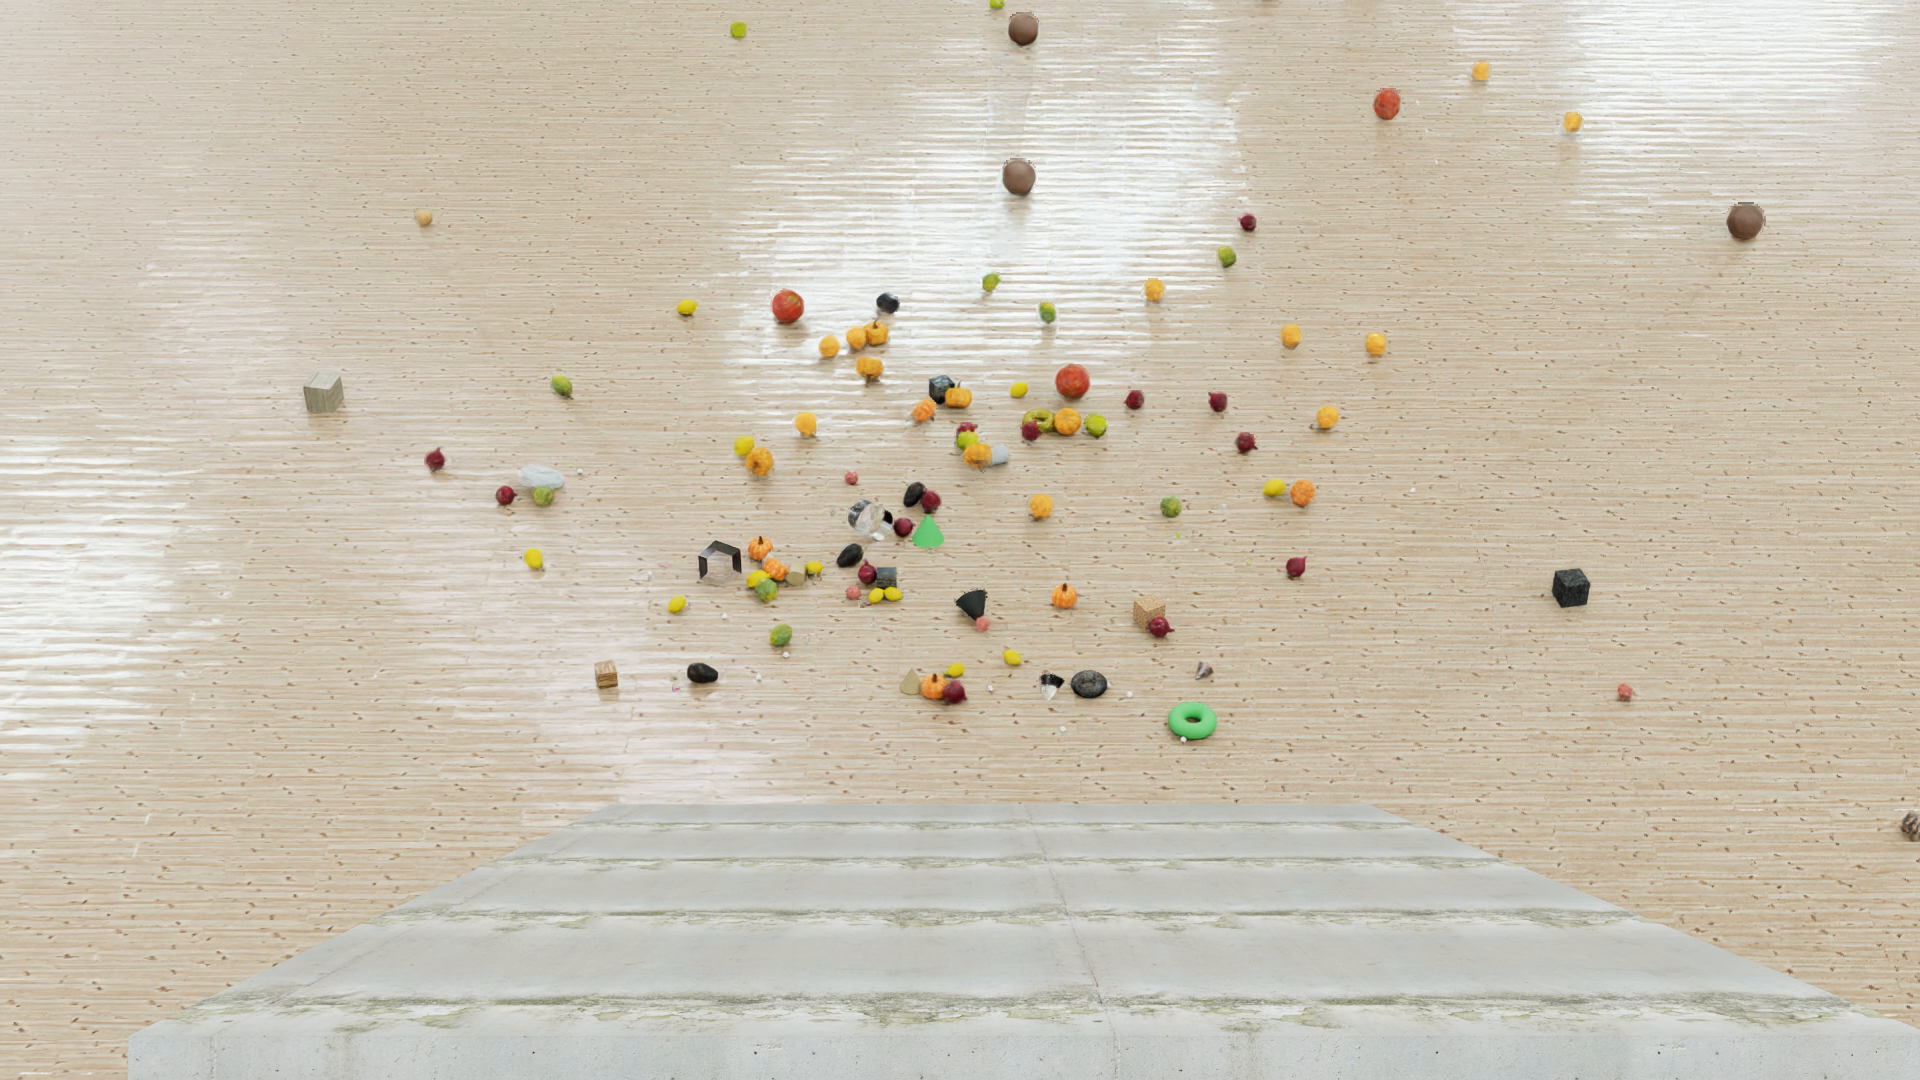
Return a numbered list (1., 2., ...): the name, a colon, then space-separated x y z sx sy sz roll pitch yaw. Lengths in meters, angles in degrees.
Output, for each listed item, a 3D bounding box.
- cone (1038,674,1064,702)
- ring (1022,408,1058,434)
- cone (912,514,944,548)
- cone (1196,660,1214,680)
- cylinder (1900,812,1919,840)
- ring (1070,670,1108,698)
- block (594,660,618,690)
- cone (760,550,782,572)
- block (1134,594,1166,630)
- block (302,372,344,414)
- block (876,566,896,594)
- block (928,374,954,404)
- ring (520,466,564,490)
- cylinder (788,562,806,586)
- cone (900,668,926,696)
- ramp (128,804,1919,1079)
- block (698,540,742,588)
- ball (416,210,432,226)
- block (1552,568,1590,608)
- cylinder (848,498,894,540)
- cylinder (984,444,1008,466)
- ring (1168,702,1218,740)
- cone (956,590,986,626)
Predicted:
1. cone: 0.253 0.428 7.354 0.072 0.072 0.072 6 63 8
2. ring: 0.261 -0.388 8.478 0.116 0.039 0.116 1 35 -1
3. cone: -0.097 -0.044 7.950 0.099 0.099 0.099 0 36 0
4. cone: 0.688 0.382 7.426 0.052 0.052 0.052 29 71 33
5. cylinder: 2.527 0.757 6.881 0.055 0.055 0.055 -27 44 -32
6. ring: 0.366 0.409 7.379 0.105 0.035 0.105 0 37 0
7. block: -1.007 0.383 7.398 0.055 0.055 0.055 -11 37 -15
8. cone: -0.562 0.076 7.845 0.063 0.063 0.063 38 44 4
9. block: 0.555 0.209 7.627 0.067 0.067 0.067 -19 40 -24
10. block: -2.097 -0.487 8.567 0.093 0.093 0.093 7 36 9
11. block: -0.219 0.122 7.755 0.059 0.059 0.059 -1 36 -1
12. block: -0.060 -0.499 8.609 0.064 0.064 0.064 -17 39 -22
13. ring: -1.316 -0.198 8.178 0.140 0.047 0.140 13 16 -4
14. cylinder: -0.489 0.100 7.790 0.053 0.053 0.053 2 36 3
15. cone: -0.136 0.389 7.373 0.074 0.074 0.074 0 36 0
16. ramp: 0.079 0.674 4.874 2.000 0.100 4.000 0 -2 0
17. block: -0.719 0.073 7.796 0.091 0.091 0.091 19 40 24
18. ball: -1.971 -1.185 9.559 0.061 0.061 0.061 0 36 0
19. block: 1.812 0.142 7.710 0.079 0.079 0.079 -7 36 -9
20. cylinder: -0.274 -0.062 7.976 0.098 0.098 0.098 29 45 34
21. cylinder: 0.118 -0.270 8.298 0.057 0.057 0.057 -16 39 -21
22. ring: 0.648 0.503 7.241 0.136 0.045 0.136 0 37 0
23. cone: 0.049 0.212 7.643 0.097 0.097 0.097 -13 65 -18
